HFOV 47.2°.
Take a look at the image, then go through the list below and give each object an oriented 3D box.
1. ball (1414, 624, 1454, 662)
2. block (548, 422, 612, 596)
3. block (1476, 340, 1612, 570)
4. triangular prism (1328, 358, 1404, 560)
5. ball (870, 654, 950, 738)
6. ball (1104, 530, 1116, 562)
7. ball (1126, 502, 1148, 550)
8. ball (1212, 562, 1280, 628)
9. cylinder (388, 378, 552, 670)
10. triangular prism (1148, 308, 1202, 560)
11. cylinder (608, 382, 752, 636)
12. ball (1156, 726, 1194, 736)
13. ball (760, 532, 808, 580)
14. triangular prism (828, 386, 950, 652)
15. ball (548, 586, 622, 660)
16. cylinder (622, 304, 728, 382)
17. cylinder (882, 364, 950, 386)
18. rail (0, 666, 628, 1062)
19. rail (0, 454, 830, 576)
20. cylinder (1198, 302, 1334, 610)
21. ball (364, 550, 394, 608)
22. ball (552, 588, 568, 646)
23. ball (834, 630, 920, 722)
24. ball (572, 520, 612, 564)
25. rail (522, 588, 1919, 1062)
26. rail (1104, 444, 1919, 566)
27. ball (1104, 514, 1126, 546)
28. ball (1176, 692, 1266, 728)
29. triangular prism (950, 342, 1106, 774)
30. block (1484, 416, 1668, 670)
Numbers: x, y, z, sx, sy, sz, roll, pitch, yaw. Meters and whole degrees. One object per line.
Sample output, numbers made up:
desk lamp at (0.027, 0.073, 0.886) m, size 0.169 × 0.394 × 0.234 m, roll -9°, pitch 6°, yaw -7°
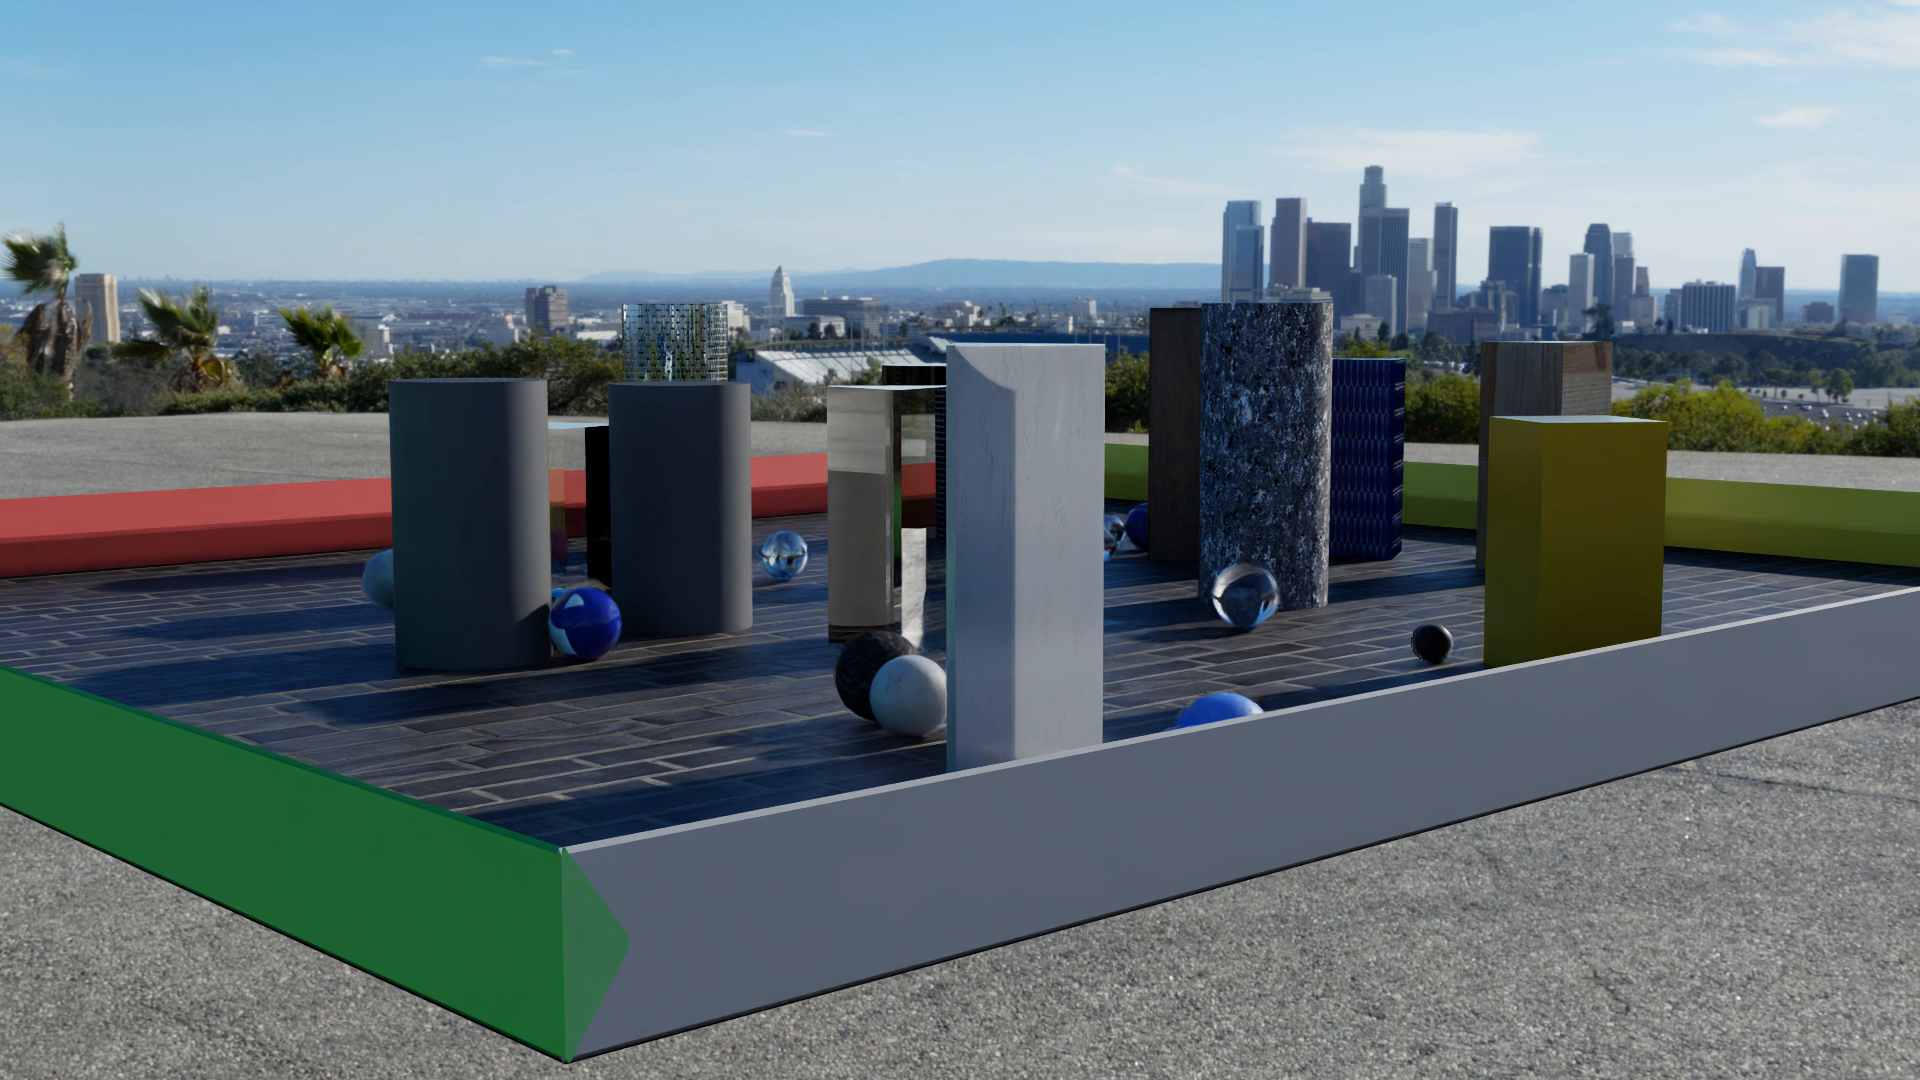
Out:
ball at (0.602, 0.130, 2.798) m, size 0.048 × 0.048 × 0.048 m, roll 0°, pitch 6°, yaw 0°
block at (-0.629, -0.044, 3.408) m, size 0.158 × 0.268 × 0.158 m, roll 3°, pitch 7°, yaw 26°
block at (1.003, -0.144, 3.776) m, size 0.158 × 0.391 × 0.158 m, roll -6°, pitch 8°, yaw -44°
triangular prism at (0.764, -0.153, 4.029) m, size 0.148 × 0.357 × 0.171 m, roll -5°, pitch 8°, yaw -42°
ball at (-0.051, 0.163, 2.299) m, size 0.087 × 0.087 × 0.087 m, roll 0°, pitch 6°, yaw 0°
ball at (0.246, 0.011, 3.880) m, size 0.061 × 0.061 × 0.061 m, roll 0°, pitch 6°, yaw 0°
ball at (0.353, -0.026, 4.102) m, size 0.088 × 0.088 × 0.088 m, roll 0°, pitch 6°, yaw 0°
ball at (0.401, 0.077, 3.088) m, size 0.094 × 0.094 × 0.094 m, roll 0°, pitch 6°, yaw 0°
cylinder at (-0.625, -0.026, 2.814) m, size 0.198 × 0.356 × 0.198 m, roll 0°, pitch 6°, yaw 0°
triangular prism at (0.432, -0.195, 3.985) m, size 0.171 × 0.449 × 0.148 m, roll 1°, pitch 6°, yaw 8°
cylinder at (-0.393, -0.049, 3.103) m, size 0.198 × 0.343 × 0.198 m, roll 0°, pitch 6°, yaw 0°
ball at (0.199, 0.204, 1.957) m, size 0.077 × 0.077 × 0.077 m, roll 0°, pitch 6°, yaw 0°
ball at (-0.291, 0.026, 3.645) m, size 0.080 × 0.080 × 0.080 m, roll 0°, pitch 6°, yaw 0°
triangular prism at (-0.065, -0.030, 2.904) m, size 0.148 × 0.345 × 0.171 m, roll -4°, pitch 7°, yaw -34°
ball at (-0.479, 0.106, 2.812) m, size 0.094 × 0.094 × 0.094 m, roll 0°, pitch 6°, yaw 0°
cylinder at (-0.536, -0.216, 4.152) m, size 0.198 × 0.457 × 0.198 m, roll 0°, pitch 6°, yaw 0°
cylinder at (-0.054, -0.172, 4.294) m, size 0.198 × 0.340 × 0.198 m, roll 0°, pitch 6°, yaw 0°
rail at (-1.129, 0.142, 2.296) m, size 0.045 × 0.128 × 2.692 m, roll -5°, pitch 8°, yaw -42°
rail at (-0.897, -0.067, 4.298) m, size 3.120 × 0.128 × 0.045 m, roll -5°, pitch 8°, yaw -42°
cylinder at (0.464, -0.132, 3.349) m, size 0.198 × 0.455 × 0.198 m, roll 0°, pitch 6°, yaw 0°
ball at (-0.848, 0.058, 3.294) m, size 0.088 × 0.088 × 0.088 m, roll 0°, pitch 6°, yaw 0°
ball at (-0.534, 0.102, 2.930) m, size 0.077 × 0.077 × 0.077 m, roll 0°, pitch 6°, yaw 0°
ball at (-0.087, 0.148, 2.388) m, size 0.099 × 0.099 × 0.099 m, roll 0°, pitch 6°, yaw 0°
ball at (-0.642, 0.003, 3.863) m, size 0.080 × 0.080 × 0.080 m, roll 0°, pitch 6°, yaw 0°
rail at (0.897, 0.134, 2.365) m, size 3.120 × 0.128 × 0.045 m, roll -5°, pitch 8°, yaw -42°
rail at (1.129, -0.075, 4.368) m, size 0.045 × 0.128 × 2.692 m, roll -5°, pitch 8°, yaw -42°
ball at (0.279, -0.016, 4.127) m, size 0.063 × 0.063 × 0.063 m, roll 0°, pitch 6°, yaw 0°
ball at (0.244, 0.188, 2.029) m, size 0.094 × 0.094 × 0.094 m, roll 0°, pitch 6°, yaw 0°
triangular prism at (0.032, 0.011, 2.194) m, size 0.171 × 0.412 × 0.148 m, roll -3°, pitch 7°, yaw -27°
block at (0.754, 0.007, 2.705) m, size 0.158 × 0.312 × 0.158 m, roll -1°, pitch 6°, yaw -10°
